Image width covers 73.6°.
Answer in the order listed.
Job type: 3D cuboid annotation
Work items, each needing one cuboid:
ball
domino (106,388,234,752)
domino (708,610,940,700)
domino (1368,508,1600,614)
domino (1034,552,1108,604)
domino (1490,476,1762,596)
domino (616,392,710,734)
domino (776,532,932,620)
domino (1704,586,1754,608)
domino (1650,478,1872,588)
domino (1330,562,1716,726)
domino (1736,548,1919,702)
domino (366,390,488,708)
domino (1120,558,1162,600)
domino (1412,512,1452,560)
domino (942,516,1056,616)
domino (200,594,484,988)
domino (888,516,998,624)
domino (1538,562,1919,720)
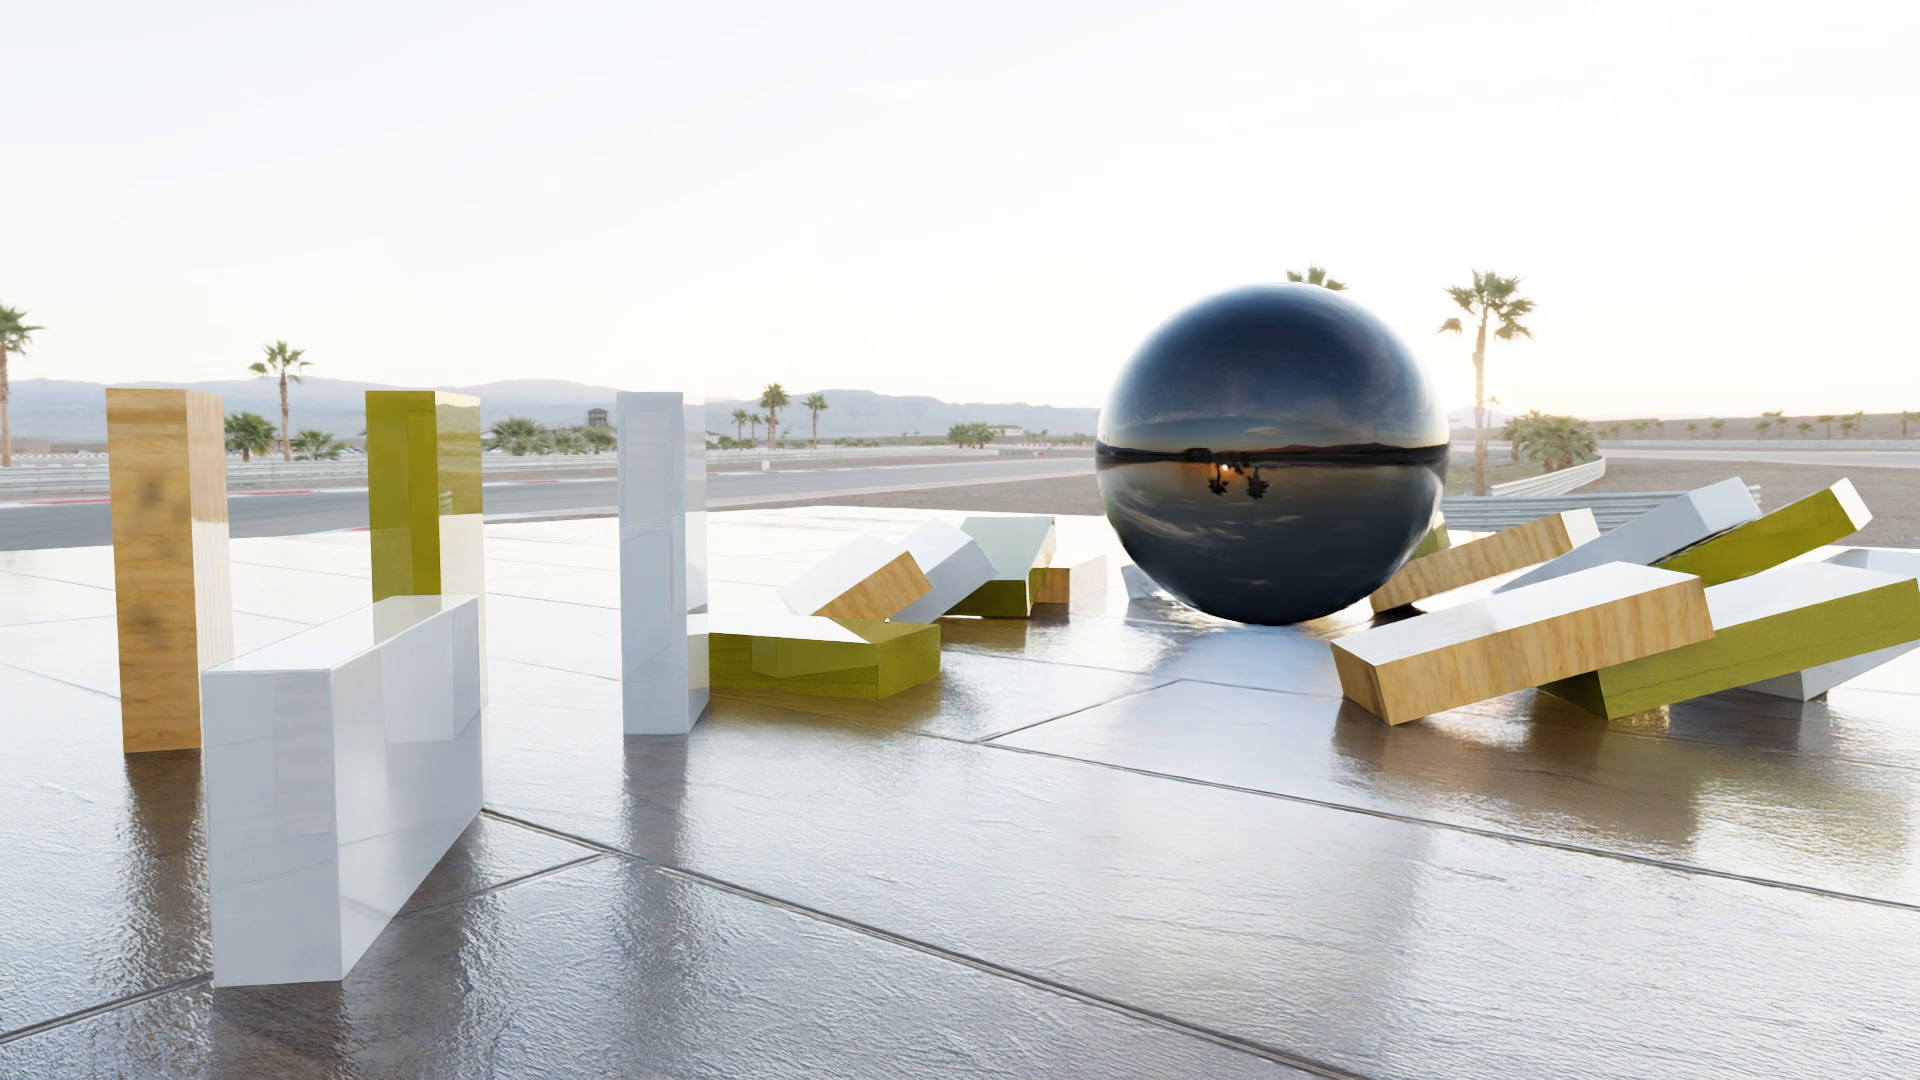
[{"bbox_3d":[0.072,-0.020,0.300,0.080,0.080,0.080,0,4,0],"label":"ball"},{"bbox_3d":[-0.115,0.003,0.188,0.009,0.050,0.025,-2,5,-20],"label":"domino"},{"bbox_3d":[-0.032,0.020,0.234,0.050,0.010,0.025,2,5,23],"label":"domino"},{"bbox_3d":[0.128,0.005,0.317,0.050,0.010,0.025,-24,-12,39],"label":"domino"},{"bbox_3d":[0.025,0.010,0.370,0.025,0.010,0.050,1,5,18],"label":"domino"},{"bbox_3d":[0.148,0.003,0.287,0.025,0.010,0.050,-12,-19,-37],"label":"domino"},{"bbox_3d":[-0.045,0.003,0.199,0.010,0.050,0.025,0,4,-4],"label":"domino"},{"bbox_3d":[-0.024,0.011,0.280,0.025,0.009,0.050,-34,11,-10],"label":"domino"},{"bbox_3d":[0.171,0.017,0.273,0.025,0.009,0.050,3,5,35],"label":"domino"},{"bbox_3d":[0.160,0.004,0.269,0.025,0.009,0.050,-10,-20,-49],"label":"domino"},{"bbox_3d":[0.088,0.016,0.205,0.050,0.010,0.025,-16,4,2],"label":"domino"},{"bbox_3d":[0.157,0.014,0.231,0.050,0.010,0.025,-18,10,-19],"label":"domino"},{"bbox_3d":[-0.081,0.003,0.196,0.010,0.050,0.025,-1,4,-7],"label":"domino"},{"bbox_3d":[0.071,0.004,0.356,0.050,0.009,0.025,-17,1,12],"label":"domino"},{"bbox_3d":[0.102,0.005,0.340,0.050,0.009,0.025,-18,-5,27],"label":"domino"},{"bbox_3d":[0.009,0.006,0.336,0.025,0.009,0.050,0,19,13],"label":"domino"},{"bbox_3d":[-0.057,0.021,0.125,0.009,0.025,0.050,-1,4,-8],"label":"domino"},{"bbox_3d":[-0.009,0.008,0.300,0.025,0.009,0.050,-36,12,-5],"label":"domino"},{"bbox_3d":[0.123,0.016,0.209,0.050,0.010,0.025,-15,4,2],"label":"domino"}]
